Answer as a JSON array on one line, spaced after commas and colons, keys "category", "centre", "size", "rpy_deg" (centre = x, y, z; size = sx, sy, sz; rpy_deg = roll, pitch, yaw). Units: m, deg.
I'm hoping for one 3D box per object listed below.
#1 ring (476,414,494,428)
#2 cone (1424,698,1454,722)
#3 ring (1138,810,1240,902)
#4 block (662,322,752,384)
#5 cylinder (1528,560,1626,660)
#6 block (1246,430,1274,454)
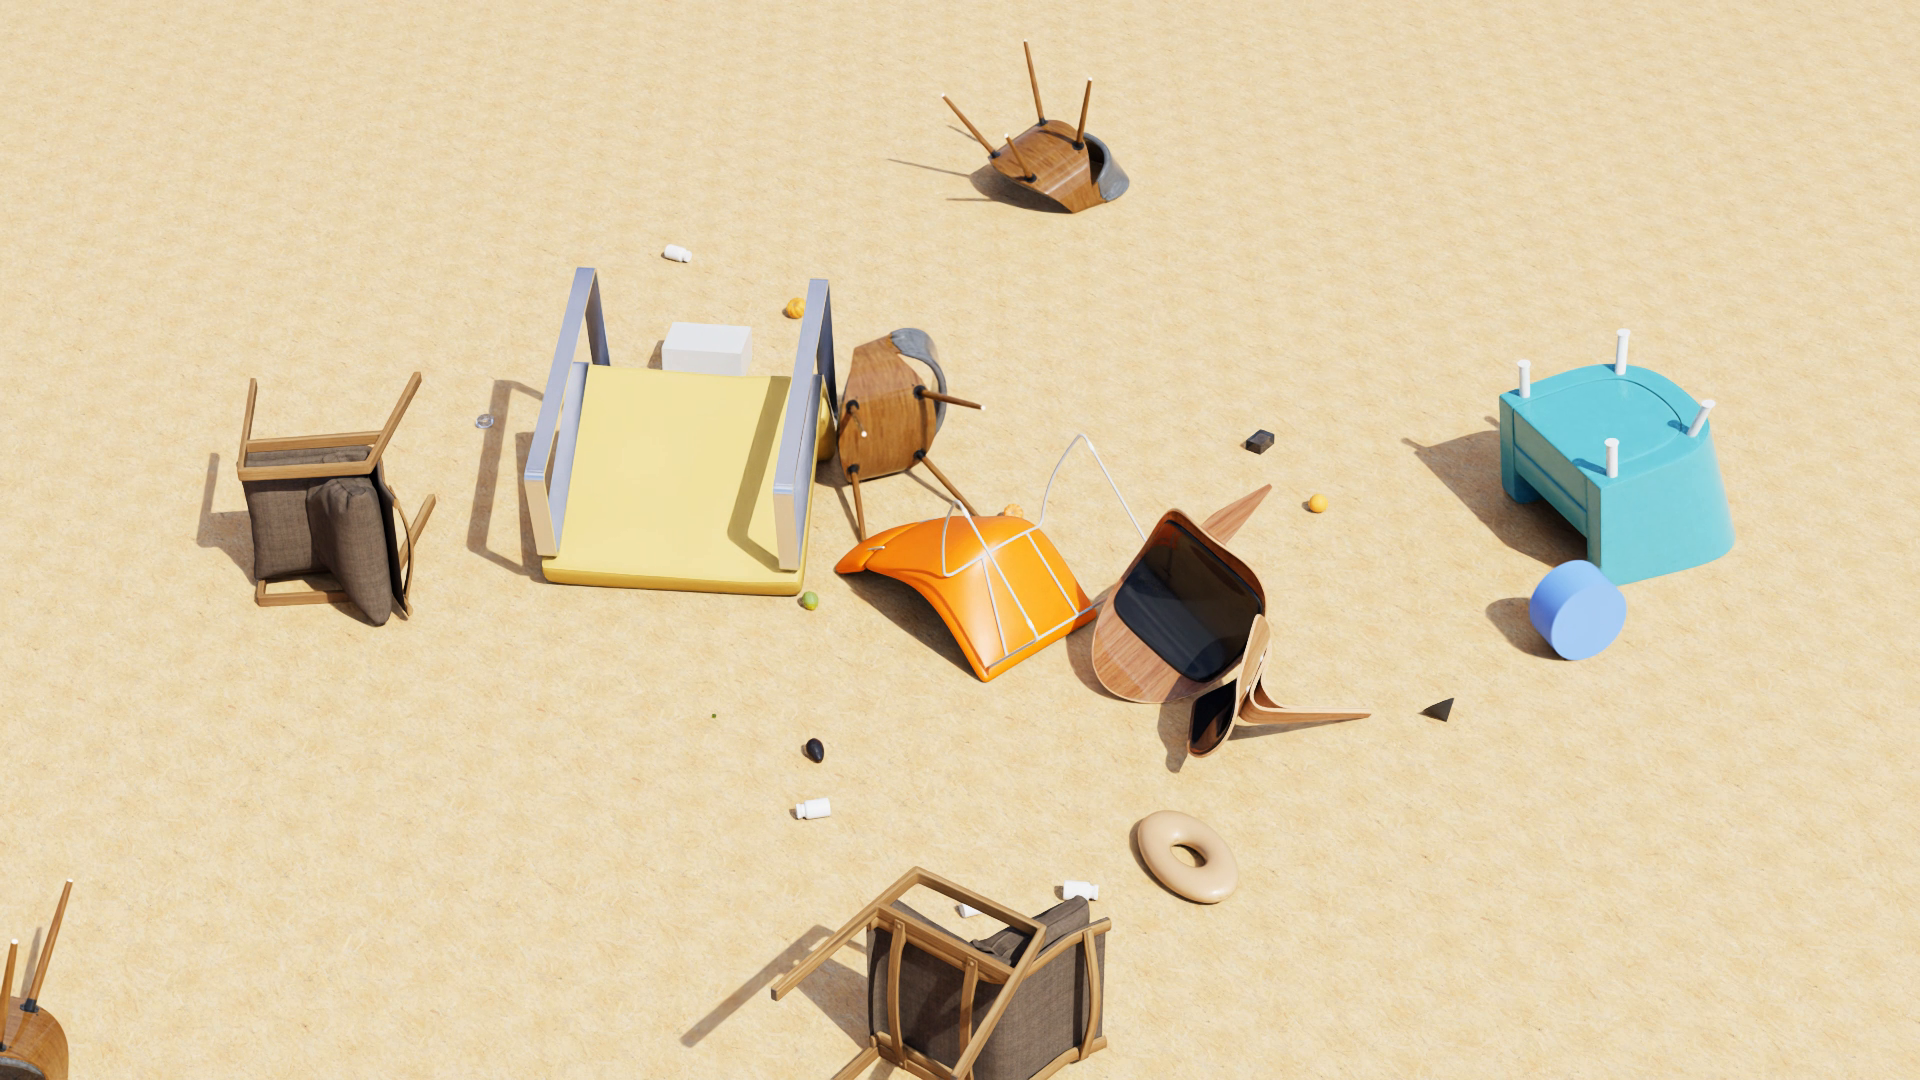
[{"category": "ring", "centre": [-1.886, -0.472, 11.640], "size": [0.071, 0.024, 0.096], "rpy_deg": [5, 34, 6]}, {"category": "cone", "centre": [1.647, 0.591, 10.007], "size": [0.119, 0.067, 0.107], "rpy_deg": [-27, -13, 24]}, {"category": "ring", "centre": [0.726, 1.006, 9.343], "size": [0.270, 0.083, 0.465], "rpy_deg": [-15, 36, -20]}, {"category": "block", "centre": [-1.031, -0.764, 11.974], "size": [0.326, 0.144, 0.223], "rpy_deg": [4, 34, 6]}, {"category": "cylinder", "centre": [2.167, 0.246, 10.283], "size": [0.298, 0.318, 0.157], "rpy_deg": [-17, 36, -13]}, {"category": "block", "centre": [1.176, -0.384, 11.486], "size": [0.066, 0.045, 0.105], "rpy_deg": [22, 39, 30]}]
